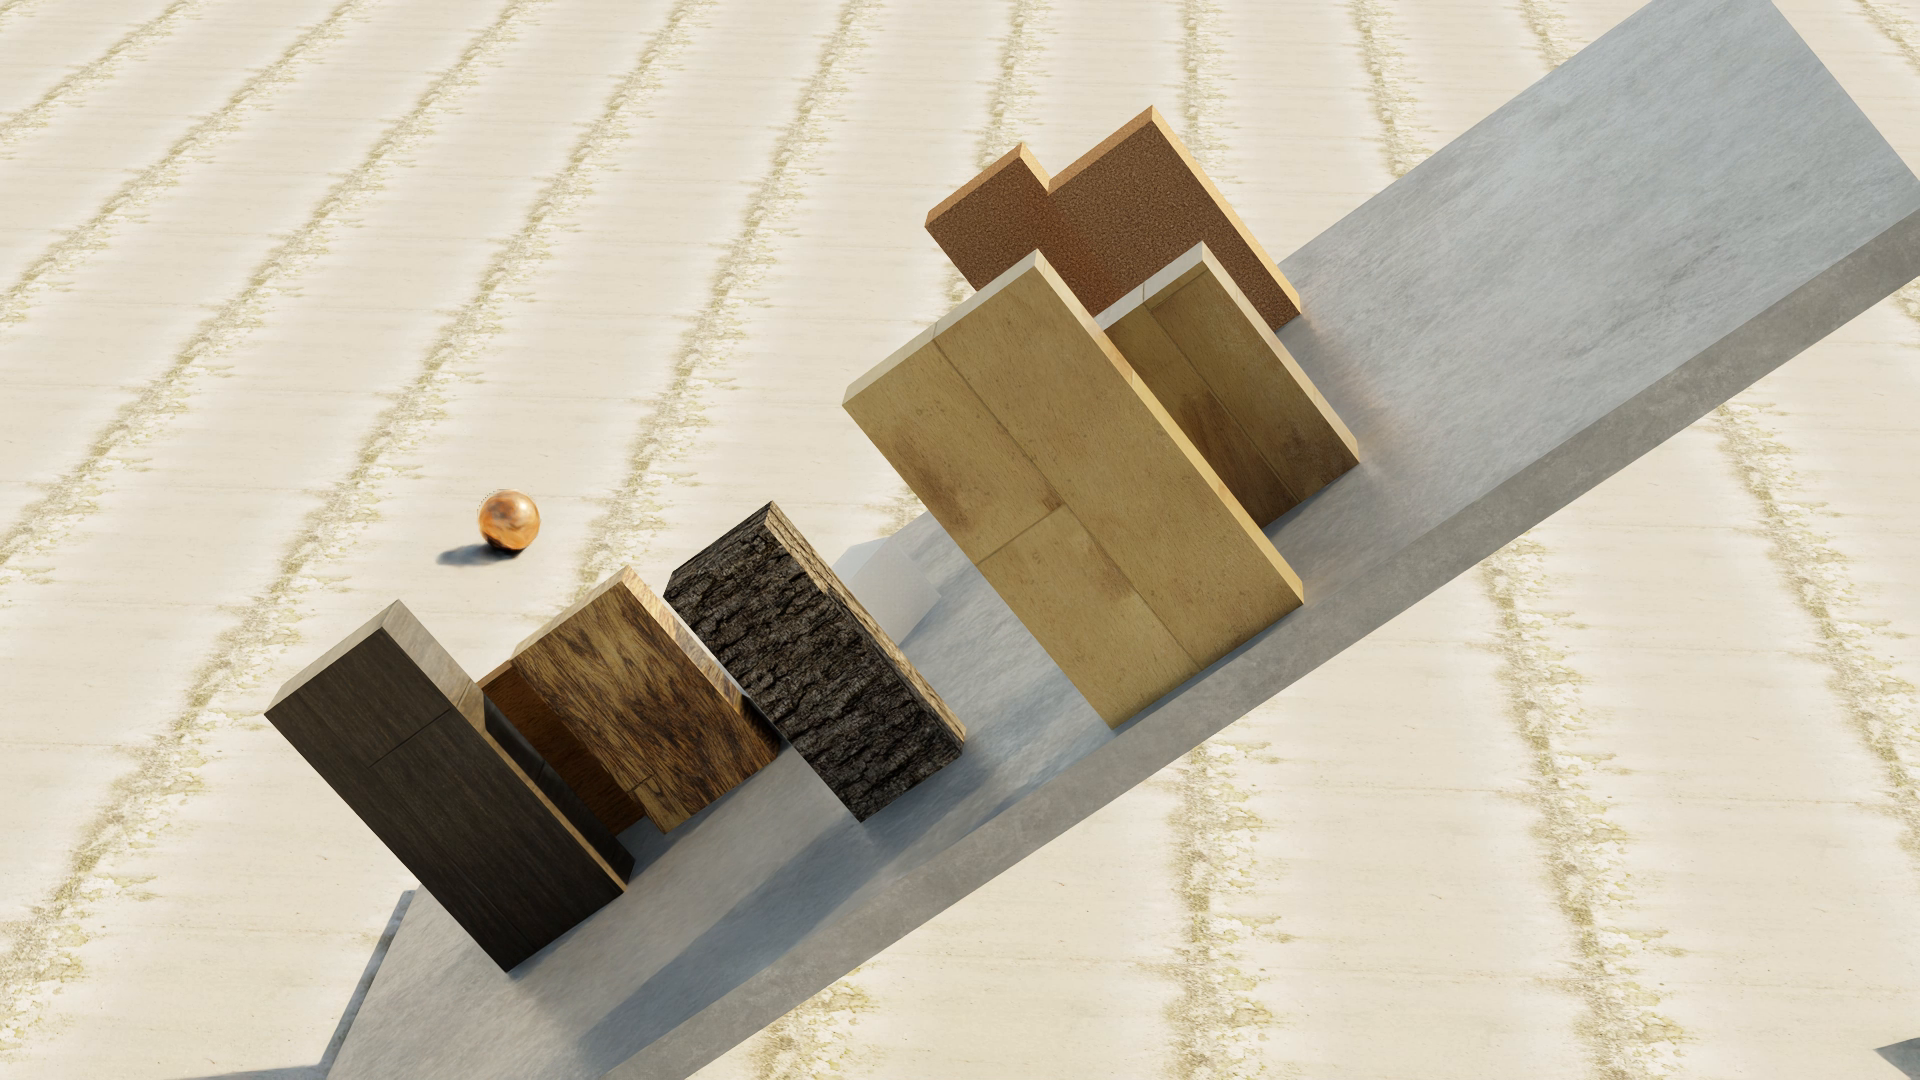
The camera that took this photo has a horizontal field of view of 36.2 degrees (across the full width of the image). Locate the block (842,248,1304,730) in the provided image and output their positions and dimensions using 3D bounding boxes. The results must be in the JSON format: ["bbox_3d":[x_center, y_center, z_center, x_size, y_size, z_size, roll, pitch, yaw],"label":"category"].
[{"bbox_3d":[0.205,-0.080,5.218,0.425,0.784,0.097,-35,16,17],"label":"block"}]

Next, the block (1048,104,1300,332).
[{"bbox_3d":[0.482,-0.660,6.610,0.290,0.557,0.132,-35,16,17],"label":"block"}]

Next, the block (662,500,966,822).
[{"bbox_3d":[-0.281,0.242,5.769,0.257,0.611,0.121,-35,16,17],"label":"block"}]

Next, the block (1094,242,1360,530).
[{"bbox_3d":[0.447,-0.244,5.640,0.414,0.503,0.123,-35,16,17],"label":"block"}]

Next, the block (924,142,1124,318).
[{"bbox_3d":[0.220,-0.604,6.952,0.282,0.614,0.126,-35,16,17],"label":"block"}]

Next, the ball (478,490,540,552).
[{"bbox_3d":[-1.515,-0.062,9.893,0.208,0.208,0.208,0,23,0],"label":"ball"}]

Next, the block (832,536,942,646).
[{"bbox_3d":[-0.202,0.133,6.685,0.186,0.186,0.186,-48,18,-28],"label":"block"}]

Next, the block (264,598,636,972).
[{"bbox_3d":[-1.120,0.549,6.498,0.354,0.800,0.146,-35,16,17],"label":"block"}]

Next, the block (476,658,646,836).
[{"bbox_3d":[-0.929,0.487,6.837,0.432,0.475,0.080,-35,16,17],"label":"block"}]

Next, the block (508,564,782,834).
[{"bbox_3d":[-0.698,0.359,6.548,0.331,0.535,0.089,-35,16,17],"label":"block"}]

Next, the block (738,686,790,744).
[{"bbox_3d":[-0.390,0.349,6.598,0.143,0.143,0.143,-43,16,-11],"label":"block"}]

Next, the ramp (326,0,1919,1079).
[{"bbox_3d":[0.126,0.181,6.329,4.000,0.100,2.000,-35,16,17],"label":"ramp"}]
